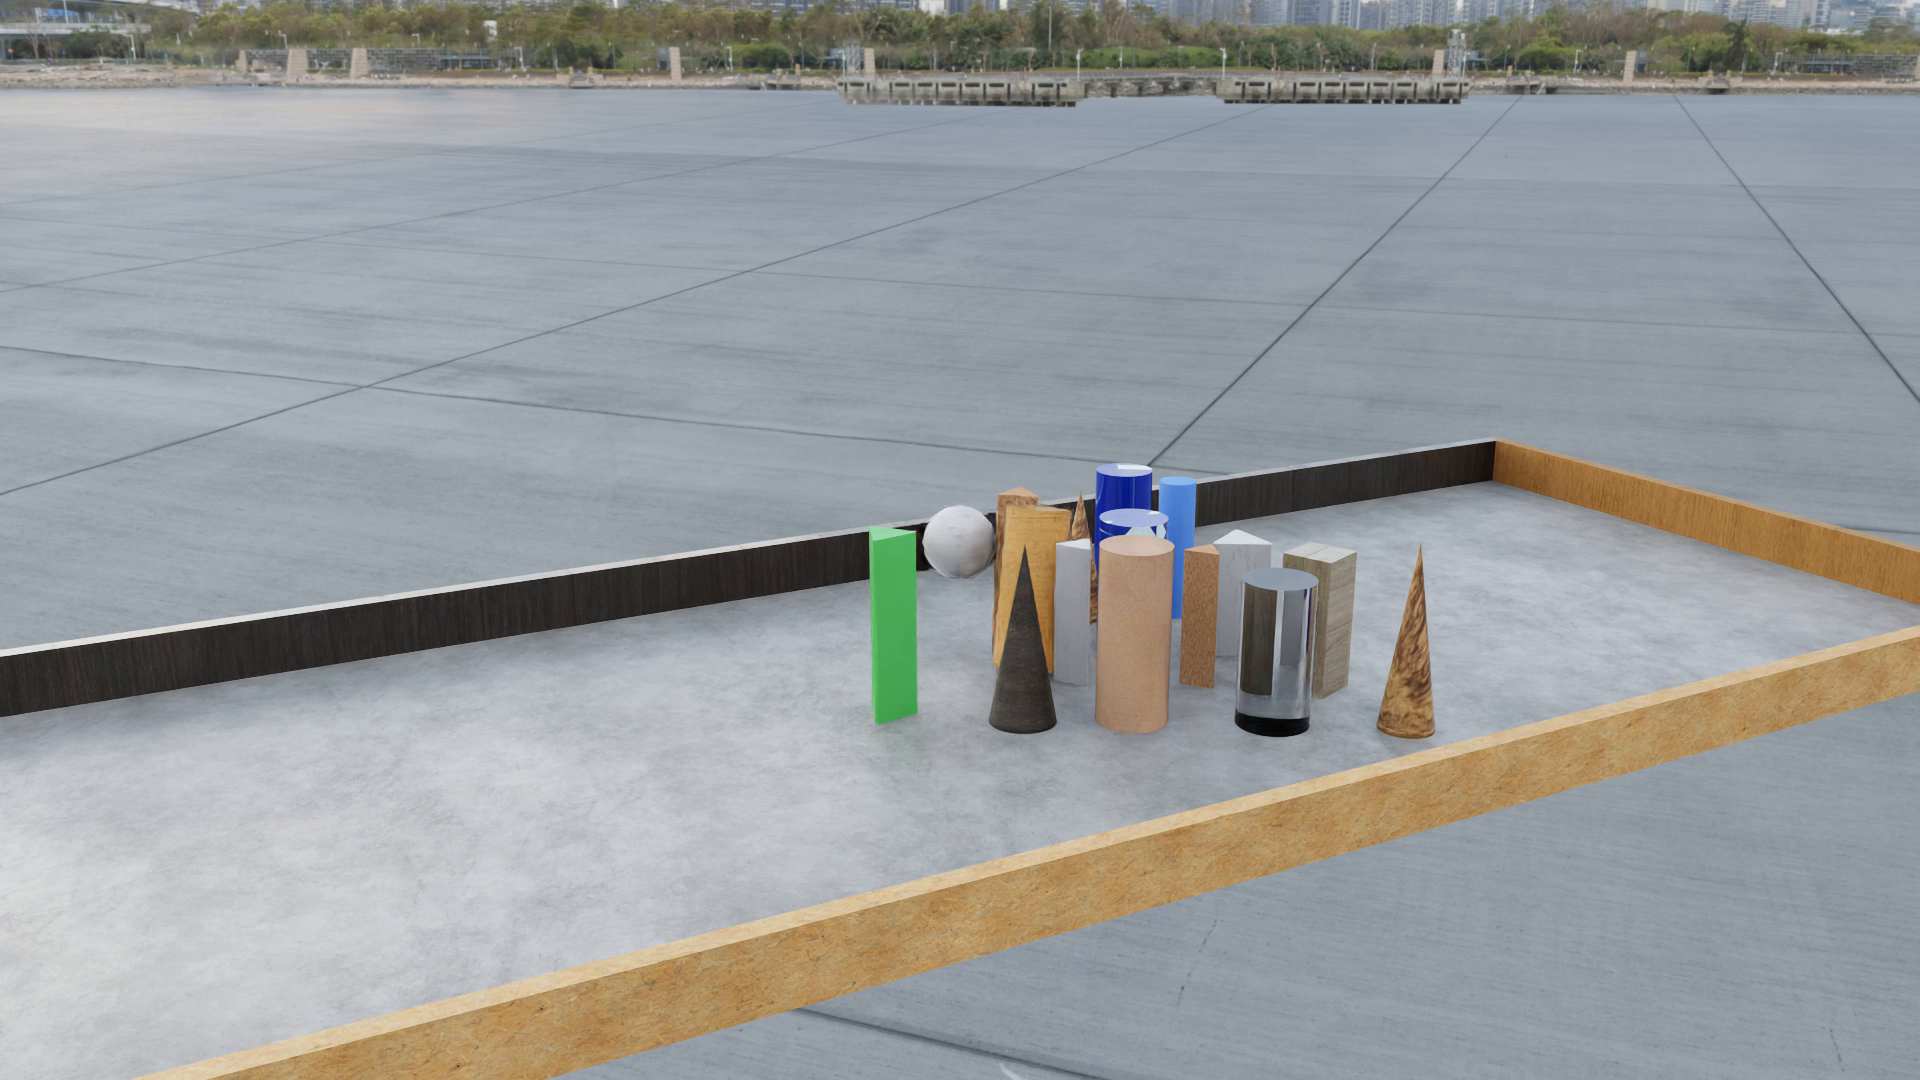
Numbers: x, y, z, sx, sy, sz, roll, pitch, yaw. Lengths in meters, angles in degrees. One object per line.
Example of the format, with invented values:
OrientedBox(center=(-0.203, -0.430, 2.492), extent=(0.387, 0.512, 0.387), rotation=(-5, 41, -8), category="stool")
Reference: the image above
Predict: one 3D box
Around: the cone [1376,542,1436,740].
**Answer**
OrientedBox(center=(1.043, 0.222, 3.795), extent=(0.134, 0.453, 0.134), rotation=(0, 16, 0), category="cone")

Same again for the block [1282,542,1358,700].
OrientedBox(center=(0.878, 0.197, 4.068), extent=(0.130, 0.348, 0.130), rotation=(14, 21, 39), category="block")

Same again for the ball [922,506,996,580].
OrientedBox(center=(-0.001, 0.006, 4.335), extent=(0.194, 0.194, 0.194), rotation=(0, 16, 0), category="ball")

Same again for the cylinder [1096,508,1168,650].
OrientedBox(center=(0.450, 0.116, 4.318), extent=(0.179, 0.362, 0.179), rotation=(0, 16, 0), category="cylinder")

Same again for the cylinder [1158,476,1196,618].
OrientedBox(center=(0.601, 0.021, 4.601), extent=(0.102, 0.384, 0.102), rotation=(0, 16, 0), category="cylinder")

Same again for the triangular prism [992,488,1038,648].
OrientedBox(center=(0.148, 0.075, 4.350), extent=(0.104, 0.420, 0.090), rotation=(4, 16, 6), category="triangular prism")

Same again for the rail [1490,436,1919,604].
OrientedBox(center=(2.466, -0.048, 5.253), extent=(0.050, 0.150, 2.100), rotation=(-9, 18, -27), category="rail")

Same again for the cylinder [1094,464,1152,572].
OrientedBox(center=(0.476, -0.032, 4.828), extent=(0.163, 0.358, 0.163), rotation=(0, 16, 0), category="cylinder")

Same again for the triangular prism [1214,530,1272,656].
OrientedBox(center=(0.730, 0.138, 4.344), extent=(0.151, 0.306, 0.130), rotation=(1, 16, 2), category="triangular prism")

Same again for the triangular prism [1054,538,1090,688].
OrientedBox(center=(0.299, 0.178, 4.116), extent=(0.097, 0.357, 0.084), rotation=(10, 19, 32), category="triangular prism")

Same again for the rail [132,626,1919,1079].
OrientedBox(center=(-2.336, 1.006, 1.665), extent=(12.000, 0.150, 0.050), rotation=(-9, 18, -27), category="rail")

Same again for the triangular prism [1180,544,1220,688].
OrientedBox(center=(0.606, 0.187, 4.101), extent=(0.087, 0.349, 0.076), rotation=(8, 18, 25), category="triangular prism")

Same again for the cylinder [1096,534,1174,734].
OrientedBox(center=(0.406, 0.218, 3.849), extent=(0.172, 0.430, 0.172), rotation=(0, 16, 0), category="cylinder")

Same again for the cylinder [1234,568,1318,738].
OrientedBox(center=(0.736, 0.260, 3.840), extent=(0.174, 0.356, 0.174), rotation=(0, 16, 0), category="cylinder")

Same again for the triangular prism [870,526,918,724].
OrientedBox(center=(-0.180, 0.196, 3.890), extent=(0.118, 0.451, 0.102), rotation=(-12, 20, -36), category="triangular prism")

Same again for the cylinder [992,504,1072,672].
OrientedBox(center=(0.182, 0.121, 4.180), extent=(0.164, 0.405, 0.164), rotation=(5, 5, 0), category="cylinder")

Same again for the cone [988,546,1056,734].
OrientedBox(center=(0.149, 0.218, 3.840), extent=(0.162, 0.435, 0.162), rotation=(0, 16, 0), category="cone")

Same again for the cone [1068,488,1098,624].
OrientedBox(center=(0.333, 0.035, 4.586), extent=(0.152, 0.367, 0.152), rotation=(0, 16, 0), category="cone")

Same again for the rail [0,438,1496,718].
OrientedBox(center=(-3.305, 0.497, 3.399), extent=(12.000, 0.150, 0.050), rotation=(-9, 18, -27), category="rail")
